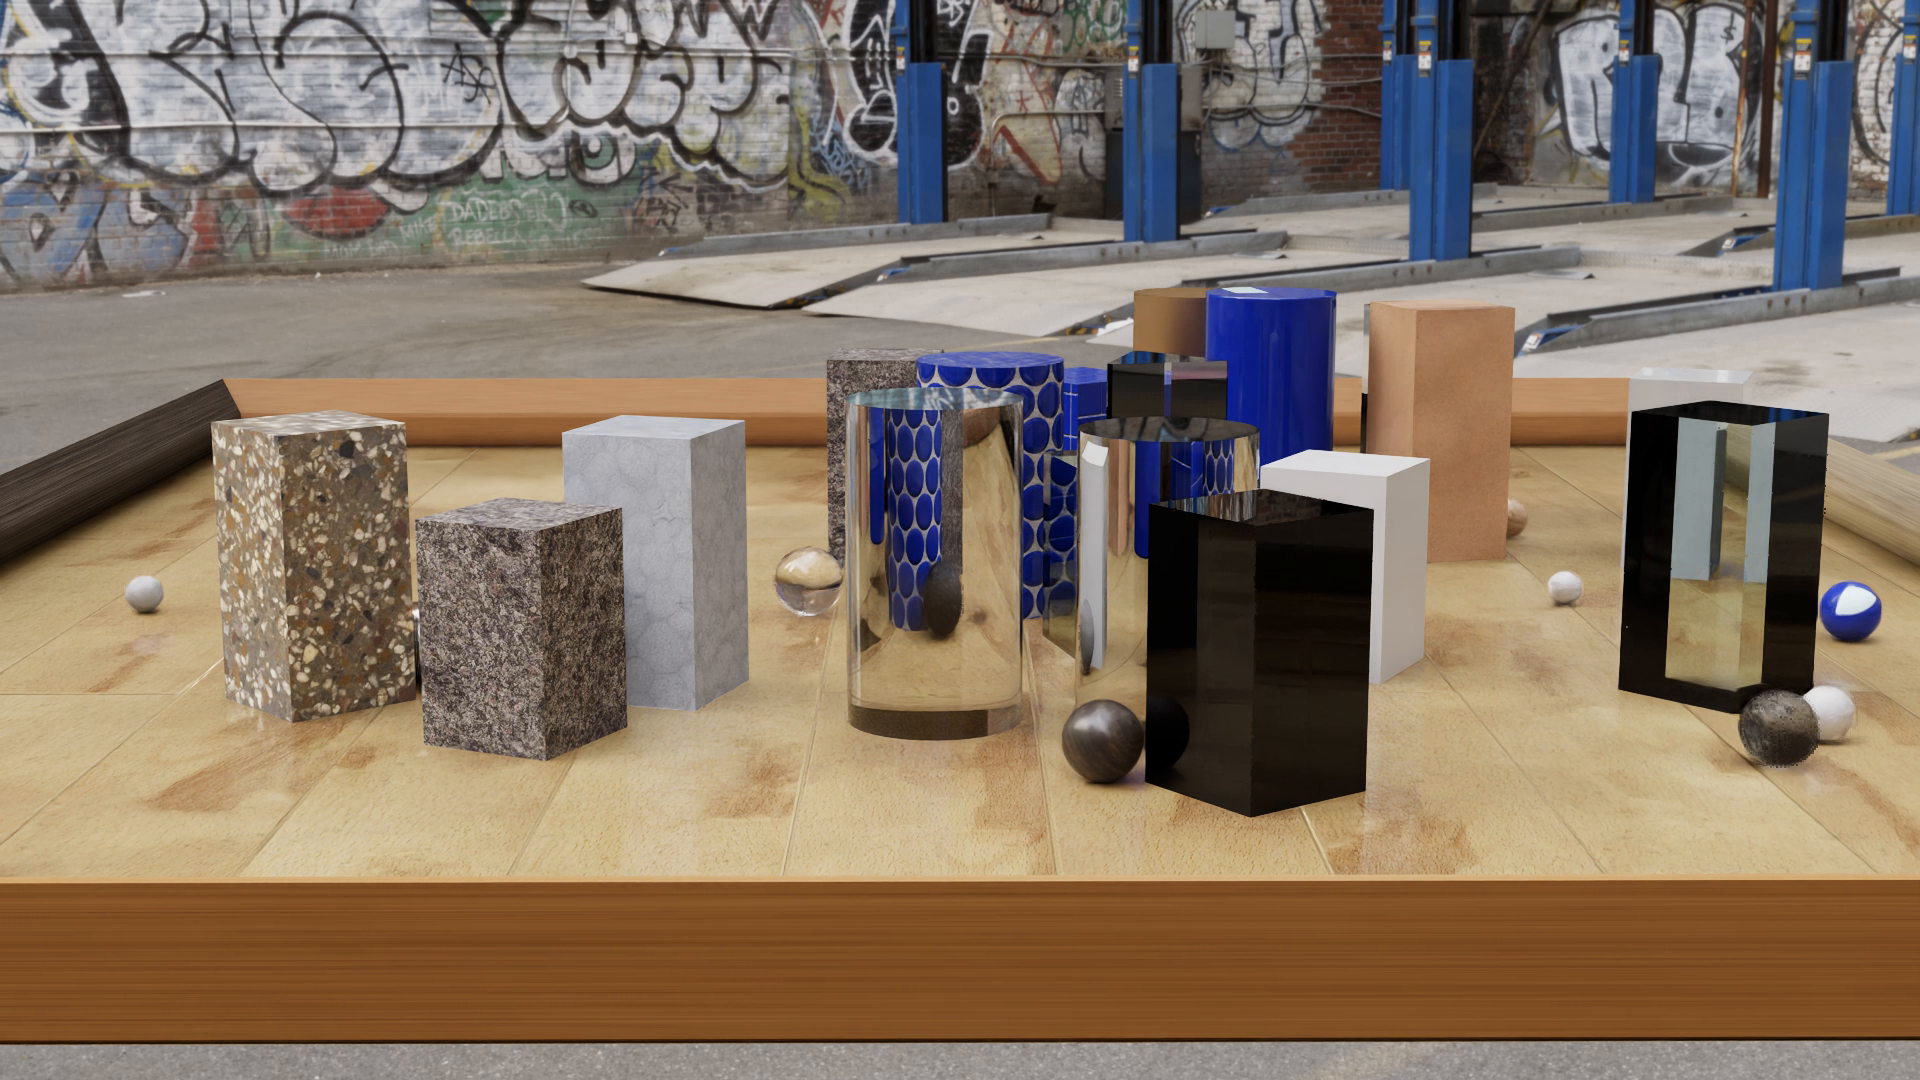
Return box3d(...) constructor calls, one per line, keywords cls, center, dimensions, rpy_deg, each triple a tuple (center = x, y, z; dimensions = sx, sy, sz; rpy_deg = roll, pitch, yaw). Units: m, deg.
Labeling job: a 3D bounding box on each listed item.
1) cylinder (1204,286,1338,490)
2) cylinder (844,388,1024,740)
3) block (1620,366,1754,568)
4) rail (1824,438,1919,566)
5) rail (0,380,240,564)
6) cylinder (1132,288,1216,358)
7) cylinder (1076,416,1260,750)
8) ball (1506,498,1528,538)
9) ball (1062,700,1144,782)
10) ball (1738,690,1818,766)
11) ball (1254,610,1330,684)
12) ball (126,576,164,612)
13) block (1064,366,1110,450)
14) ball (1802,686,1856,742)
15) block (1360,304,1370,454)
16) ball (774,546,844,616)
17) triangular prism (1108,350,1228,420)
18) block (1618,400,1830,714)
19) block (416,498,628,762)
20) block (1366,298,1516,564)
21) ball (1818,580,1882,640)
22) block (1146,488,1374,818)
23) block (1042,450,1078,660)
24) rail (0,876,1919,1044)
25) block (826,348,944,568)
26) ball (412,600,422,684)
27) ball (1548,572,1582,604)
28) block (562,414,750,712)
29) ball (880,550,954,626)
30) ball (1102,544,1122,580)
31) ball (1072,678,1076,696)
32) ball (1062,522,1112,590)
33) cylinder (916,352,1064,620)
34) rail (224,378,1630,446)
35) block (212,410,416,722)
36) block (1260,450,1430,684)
box3d(cls="cylinder", center=(0.473, -0.186, 3.933), dimensions=(0.198, 0.386, 0.198), rpy_deg=(0, 10, 0))
box3d(cls="cylinder", center=(-0.029, 0.022, 2.867), dimensions=(0.198, 0.364, 0.198), rpy_deg=(0, 10, 0))
box3d(cls="block", center=(1.075, -0.105, 3.790), dimensions=(0.159, 0.279, 0.159), rpy_deg=(4, 11, 22))
box3d(cls="rail", center=(1.393, 0.032, 3.457), dimensions=(0.045, 0.129, 3.101), rpy_deg=(0, 10, 0))
box3d(cls="rail", center=(-1.393, 0.035, 3.441), dimensions=(0.045, 0.129, 3.101), rpy_deg=(0, 10, 0))
box3d(cls="cylinder", center=(0.387, -0.236, 4.287), dimensions=(0.198, 0.355, 0.198), rpy_deg=(0, 10, 0))
box3d(cls="cylinder", center=(0.227, 0.044, 2.827), dimensions=(0.198, 0.336, 0.198), rpy_deg=(0, 10, 0))
box3d(cls="ball", center=(0.855, -0.034, 4.004), dimensions=(0.062, 0.062, 0.062), rpy_deg=(0, 10, 0))
box3d(cls="ball", center=(0.147, 0.206, 2.640), dimensions=(0.085, 0.085, 0.085), rpy_deg=(0, 10, 0))
box3d(cls="ball", center=(0.861, 0.197, 2.699), dimensions=(0.081, 0.081, 0.081), rpy_deg=(0, 10, 0))
box3d(cls="ball", center=(0.396, 0.127, 3.057), dimensions=(0.089, 0.089, 0.089), rpy_deg=(0, 10, 0))
box3d(cls="ball", center=(-1.099, 0.073, 3.459), dimensions=(0.050, 0.050, 0.050), rpy_deg=(0, 10, 0))
box3d(cls="block", center=(0.178, -0.111, 3.842), dimensions=(0.159, 0.272, 0.159), rpy_deg=(-9, 14, -40))
box3d(cls="ball", center=(0.944, 0.189, 2.796), dimensions=(0.061, 0.061, 0.061), rpy_deg=(0, 10, 0))
box3d(cls="block", center=(0.766, -0.211, 4.191), dimensions=(0.159, 0.341, 0.159), rpy_deg=(-4, 11, -22))
box3d(cls="ball", center=(-0.203, 0.055, 3.436), dimensions=(0.093, 0.093, 0.093), rpy_deg=(0, 10, 0))
box3d(cls="triangular prism", center=(0.270, -0.098, 3.628), dimensions=(0.172, 0.324, 0.149), rpy_deg=(-3, 11, -13))
box3d(cls="block", center=(0.890, 0.016, 2.994), dimensions=(0.159, 0.331, 0.159), rpy_deg=(-9, 14, -40))
box3d(cls="block", center=(-0.477, 0.093, 2.802), dimensions=(0.159, 0.248, 0.159), rpy_deg=(5, 12, 25))
box3d(cls="block", center=(0.718, -0.167, 3.857), dimensions=(0.159, 0.375, 0.159), rpy_deg=(-3, 11, -16))
box3d(cls="ball", center=(1.141, 0.090, 3.287), dimensions=(0.077, 0.077, 0.077), rpy_deg=(0, 10, 0))
box3d(cls="block", center=(0.302, 0.109, 2.599), dimensions=(0.159, 0.291, 0.159), rpy_deg=(-8, 13, -36))
box3d(cls="block", center=(0.204, 0.015, 3.243), dimensions=(0.159, 0.241, 0.159), rpy_deg=(-3, 11, -15))
box3d(cls="rail", center=(0.009, 0.311, 1.947), dimensions=(2.833, 0.129, 0.045), rpy_deg=(0, 10, 0))
box3d(cls="block", center=(-0.109, -0.123, 3.810), dimensions=(0.159, 0.307, 0.159), rpy_deg=(1, 11, 4))
box3d(cls="ball", center=(-0.642, 0.122, 3.057), dimensions=(0.099, 0.099, 0.099), rpy_deg=(0, 10, 0))
box3d(cls="ball", center=(0.826, 0.066, 3.506), dimensions=(0.046, 0.046, 0.046), rpy_deg=(0, 10, 0))
box3d(cls="block", center=(-0.353, 0.023, 3.001), dimensions=(0.159, 0.314, 0.159), rpy_deg=(3, 11, 18))
box3d(cls="ball", center=(-0.056, 0.063, 3.378), dimensions=(0.099, 0.099, 0.099), rpy_deg=(0, 10, 0))
box3d(cls="ball", center=(0.205, 0.031, 3.673), dimensions=(0.054, 0.054, 0.054), rpy_deg=(0, 10, 0))
box3d(cls="ball", center=(0.151, 0.170, 2.952), dimensions=(0.043, 0.043, 0.043), rpy_deg=(0, 10, 0))
box3d(cls="ball", center=(0.166, 0.022, 3.610), dimensions=(0.094, 0.094, 0.094), rpy_deg=(0, 10, 0))
box3d(cls="cylinder", center=(0.041, -0.076, 3.472), dimensions=(0.198, 0.338, 0.198), rpy_deg=(0, 10, 0))
box3d(cls="rail", center=(-0.009, -0.245, 4.950), dimensions=(2.833, 0.129, 0.045), rpy_deg=(0, 10, 0))
box3d(cls="block", center=(-0.744, 0.025, 2.959), dimensions=(0.159, 0.325, 0.159), rpy_deg=(-9, 14, -42))
box3d(cls="block", center=(0.470, 0.029, 3.142), dimensions=(0.159, 0.251, 0.159), rpy_deg=(6, 12, 28))
